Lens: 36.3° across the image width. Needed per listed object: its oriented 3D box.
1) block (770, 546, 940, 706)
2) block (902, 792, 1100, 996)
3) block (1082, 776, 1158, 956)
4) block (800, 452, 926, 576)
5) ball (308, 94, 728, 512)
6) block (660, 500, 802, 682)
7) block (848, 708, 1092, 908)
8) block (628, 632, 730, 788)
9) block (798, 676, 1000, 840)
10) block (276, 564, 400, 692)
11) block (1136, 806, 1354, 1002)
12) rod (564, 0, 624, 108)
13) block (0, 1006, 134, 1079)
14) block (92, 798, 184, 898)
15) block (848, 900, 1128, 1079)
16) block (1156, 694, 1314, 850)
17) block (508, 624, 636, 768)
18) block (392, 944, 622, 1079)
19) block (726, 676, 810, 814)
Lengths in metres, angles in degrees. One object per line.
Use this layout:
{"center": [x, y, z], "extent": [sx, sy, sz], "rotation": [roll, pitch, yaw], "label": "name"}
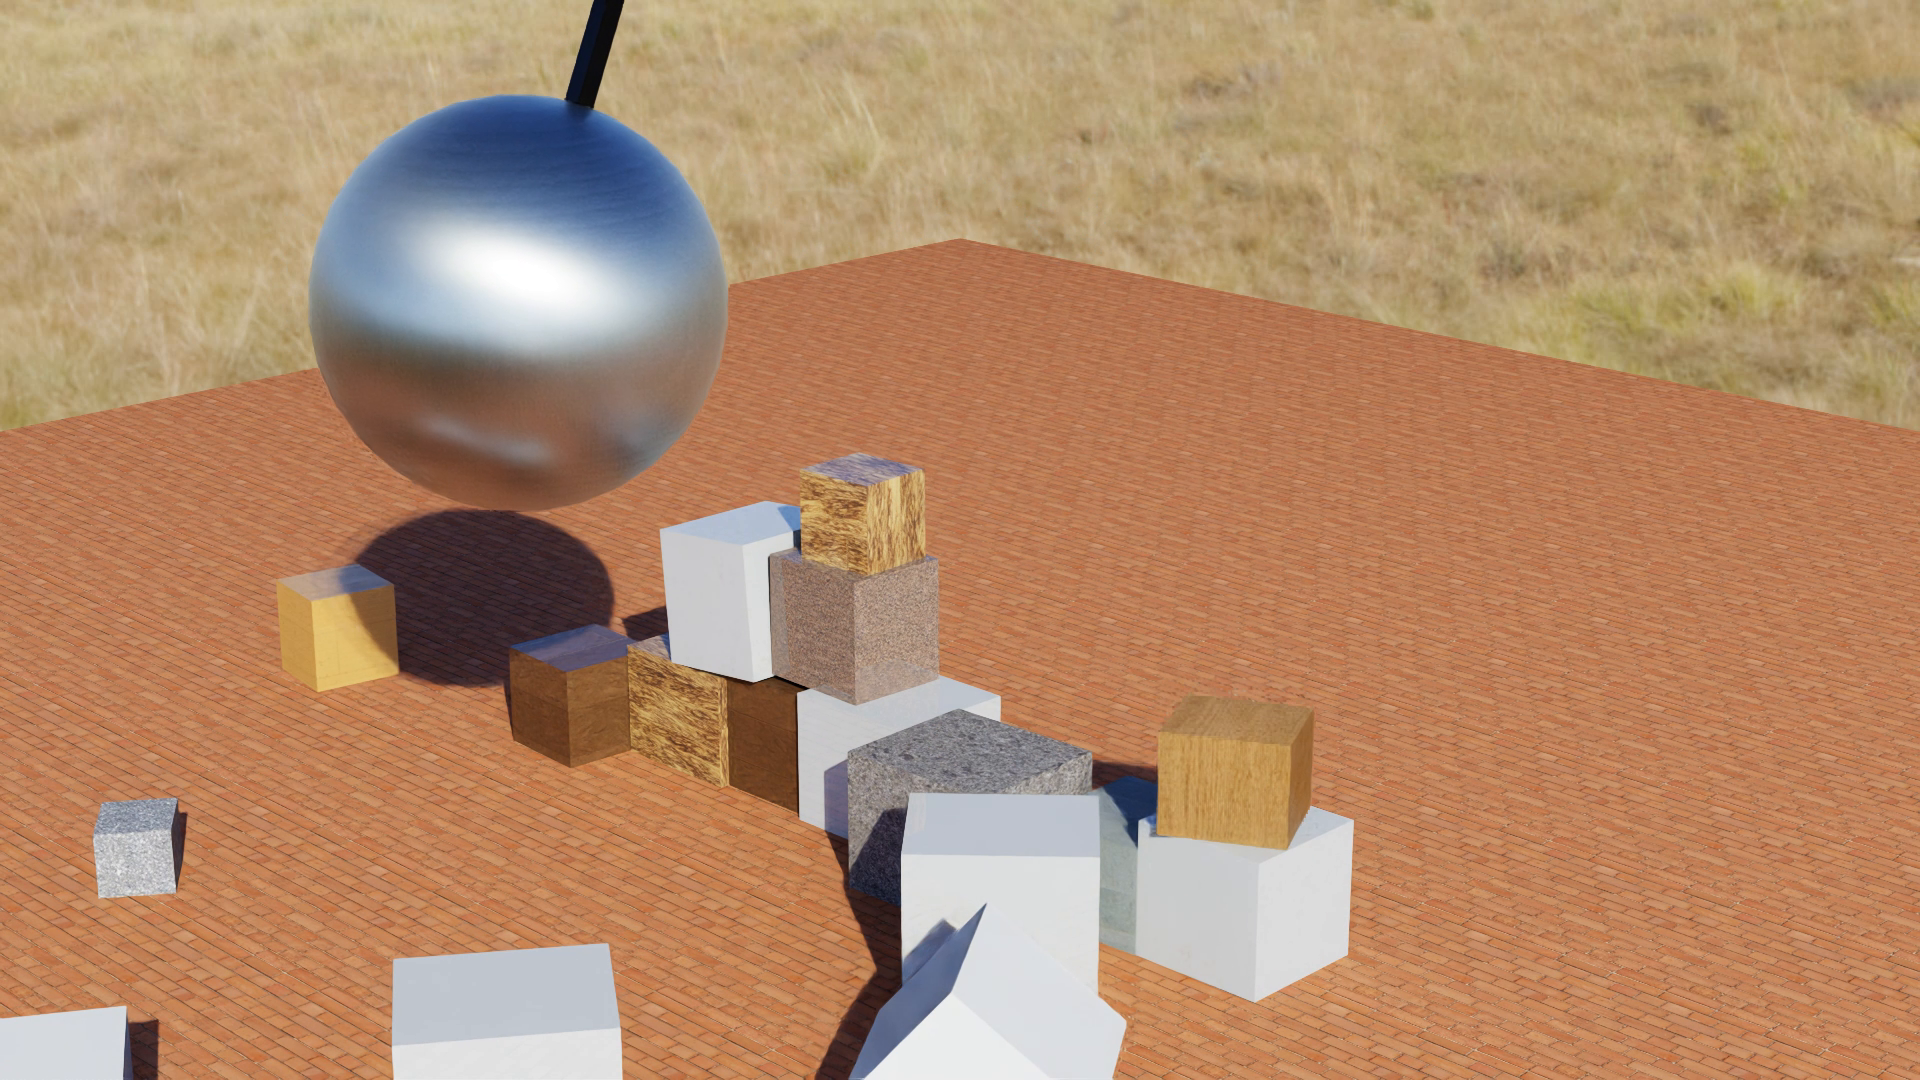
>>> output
{"center": [-0.503, 0.366, 14.011], "extent": [0.534, 0.607, 0.608], "rotation": [-16, 23, -41], "label": "block"}
{"center": [0.174, 1.537, 12.163], "extent": [0.796, 0.774, 0.646], "rotation": [1, 17, 2], "label": "block"}
{"center": [0.759, 1.429, 12.975], "extent": [0.570, 0.493, 0.634], "rotation": [15, 23, 40], "label": "block"}
{"center": [-0.458, -0.126, 13.842], "extent": [0.434, 0.434, 0.396], "rotation": [15, 23, 40], "label": "block"}
{"center": [-1.692, -0.909, 11.283], "extent": [1.600, 1.600, 1.600], "rotation": [0, 17, 0], "label": "ball"}
{"center": [-0.986, 0.243, 14.441], "extent": [0.690, 0.678, 0.620], "rotation": [-17, 19, -42], "label": "block"}
{"center": [0.044, 1.262, 13.225], "extent": [0.814, 0.662, 0.736], "rotation": [15, 23, 40], "label": "block"}
{"center": [-1.177, 0.800, 14.843], "extent": [0.696, 0.573, 0.710], "rotation": [17, 24, 42], "label": "block"}
{"center": [-0.289, 1.039, 13.960], "extent": [0.653, 0.647, 0.707], "rotation": [-17, 24, -42], "label": "block"}
{"center": [-3.391, 0.474, 15.980], "extent": [0.480, 0.514, 0.457], "rotation": [-12, 21, -34], "label": "block"}
{"center": [1.216, 1.491, 12.555], "extent": [0.653, 0.628, 0.641], "rotation": [16, 24, 42], "label": "block"}
{"center": [-0.733, -4.171, 11.262], "extent": [0.080, 5.200, 0.080], "rotation": [17, 0, 42], "label": "rod"}
{"center": [-3.248, 2.142, 10.359], "extent": [0.629, 0.702, 0.659], "rotation": [-4, 18, -13], "label": "block"}
{"center": [-3.745, 1.402, 13.370], "extent": [0.339, 0.309, 0.386], "rotation": [-3, 18, -9], "label": "block"}
{"center": [0.093, 1.907, 10.688], "extent": [0.696, 0.642, 0.757], "rotation": [41, 21, -4], "label": "block"}
{"center": [1.166, 0.976, 12.395], "extent": [0.556, 0.460, 0.495], "rotation": [5, 17, 17], "label": "block"}
{"center": [-1.925, 0.790, 14.978], "extent": [0.534, 0.512, 0.518], "rotation": [-15, 23, -39], "label": "block"}
{"center": [-1.653, 1.998, 10.742], "extent": [0.795, 0.747, 0.707], "rotation": [-3, 18, -10], "label": "block"}
{"center": [-0.734, 0.922, 14.404], "extent": [0.563, 0.604, 0.583], "rotation": [17, 24, 42], "label": "block"}
